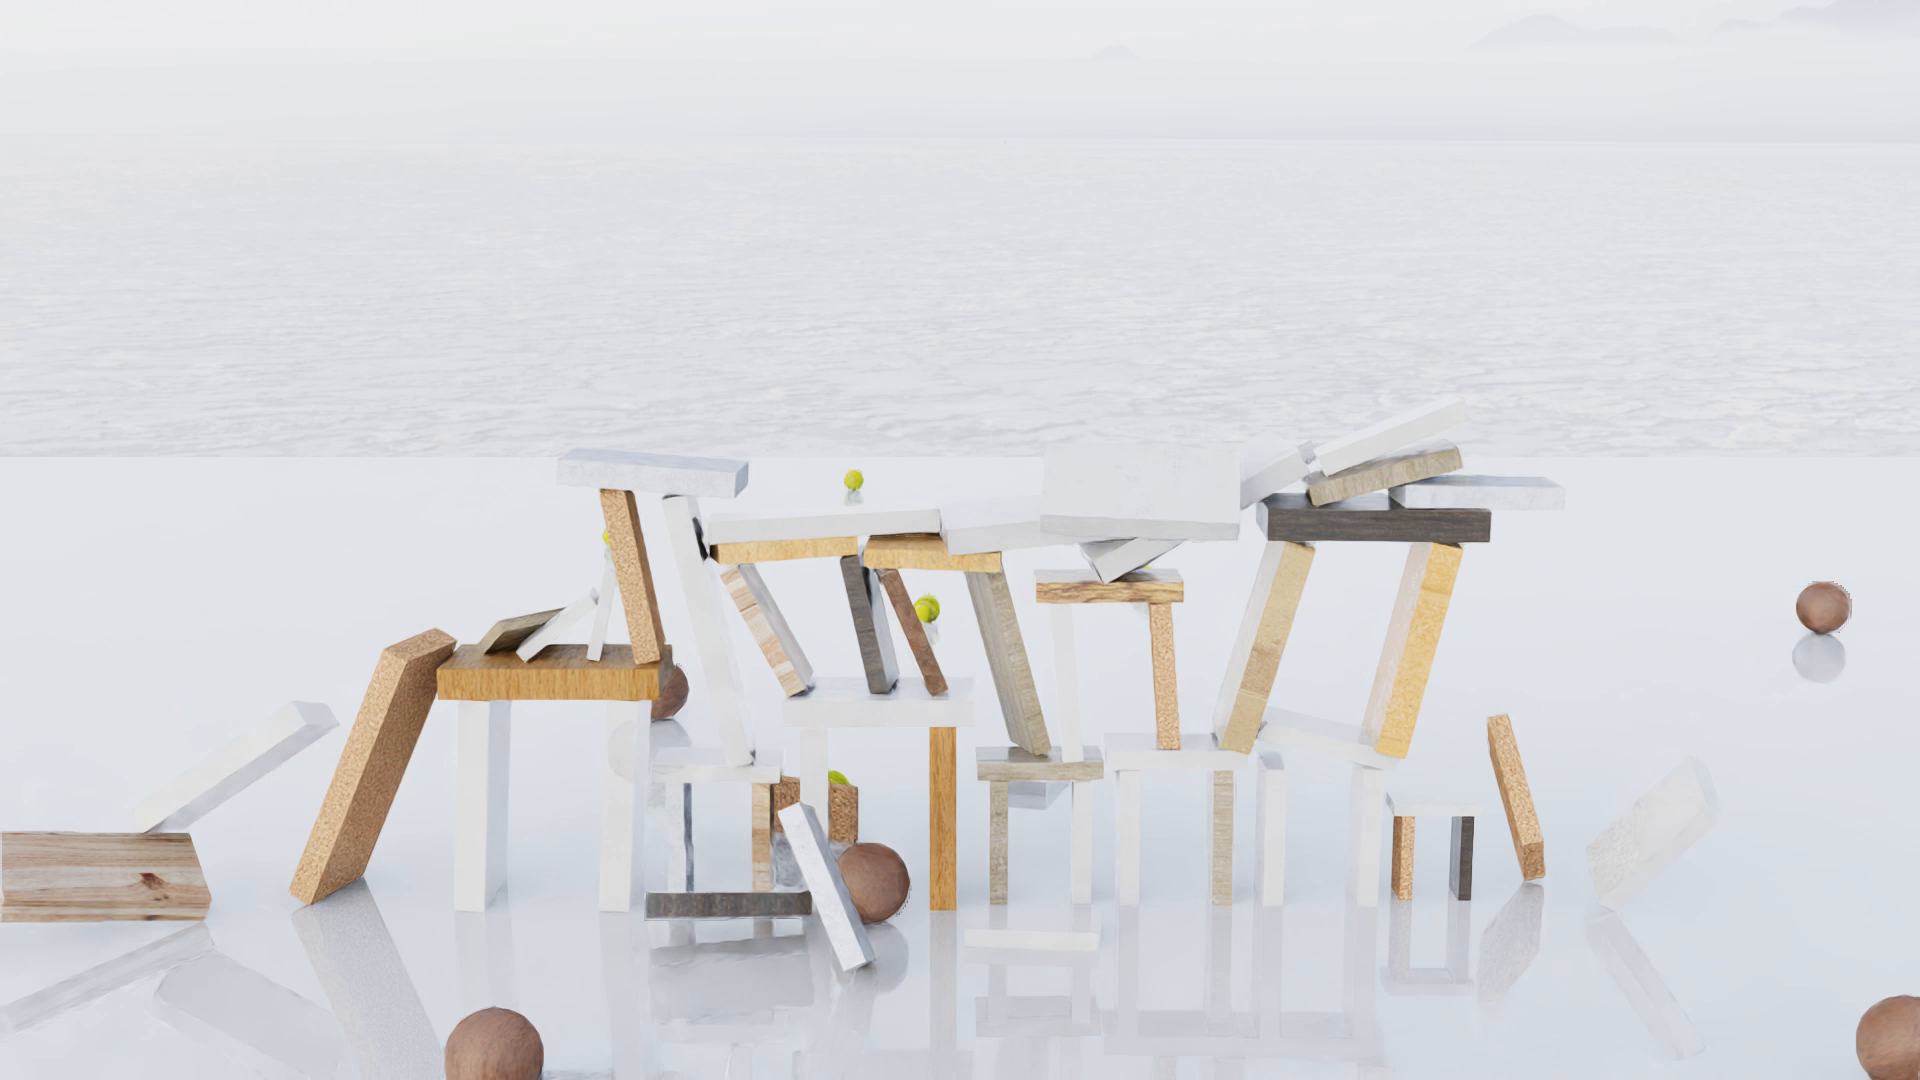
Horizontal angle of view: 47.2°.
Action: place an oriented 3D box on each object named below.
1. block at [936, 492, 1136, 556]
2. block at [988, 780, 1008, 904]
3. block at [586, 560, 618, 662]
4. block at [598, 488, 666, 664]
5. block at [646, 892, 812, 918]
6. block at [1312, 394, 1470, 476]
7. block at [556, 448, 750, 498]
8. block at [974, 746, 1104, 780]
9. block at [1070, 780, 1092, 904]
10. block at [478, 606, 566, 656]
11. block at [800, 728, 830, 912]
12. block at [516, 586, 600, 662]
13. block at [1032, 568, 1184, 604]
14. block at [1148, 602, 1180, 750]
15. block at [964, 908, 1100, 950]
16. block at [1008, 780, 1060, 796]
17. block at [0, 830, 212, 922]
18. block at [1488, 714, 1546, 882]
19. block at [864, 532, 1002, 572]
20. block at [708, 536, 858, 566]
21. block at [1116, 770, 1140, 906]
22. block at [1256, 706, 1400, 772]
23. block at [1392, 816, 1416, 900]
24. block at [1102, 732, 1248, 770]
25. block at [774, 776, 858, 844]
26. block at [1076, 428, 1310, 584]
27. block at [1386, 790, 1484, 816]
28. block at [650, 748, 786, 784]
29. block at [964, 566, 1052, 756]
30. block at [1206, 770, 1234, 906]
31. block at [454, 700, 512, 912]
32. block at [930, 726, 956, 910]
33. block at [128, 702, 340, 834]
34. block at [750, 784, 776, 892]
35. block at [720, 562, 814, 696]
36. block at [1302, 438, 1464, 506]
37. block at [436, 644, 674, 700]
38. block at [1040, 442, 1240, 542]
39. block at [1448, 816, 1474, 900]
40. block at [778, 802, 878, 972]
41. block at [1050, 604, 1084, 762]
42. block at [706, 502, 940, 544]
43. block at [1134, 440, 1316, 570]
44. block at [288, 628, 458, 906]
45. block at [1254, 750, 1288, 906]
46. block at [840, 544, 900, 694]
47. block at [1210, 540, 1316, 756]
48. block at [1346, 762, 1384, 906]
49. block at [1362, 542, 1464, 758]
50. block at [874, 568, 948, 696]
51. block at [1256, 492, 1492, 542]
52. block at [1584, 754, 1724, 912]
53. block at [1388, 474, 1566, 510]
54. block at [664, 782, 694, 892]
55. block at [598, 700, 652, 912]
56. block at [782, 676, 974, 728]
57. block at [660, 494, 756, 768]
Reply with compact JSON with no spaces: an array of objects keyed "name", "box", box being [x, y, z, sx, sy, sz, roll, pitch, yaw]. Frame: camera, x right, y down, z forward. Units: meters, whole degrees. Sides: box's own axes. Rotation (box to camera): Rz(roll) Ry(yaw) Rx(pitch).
[{"name":"block","box":[0.124,-0.033,3.554,0.310,0.044,0.155,-6,17,-6]},{"name":"block","box":[0.063,0.488,3.649,0.029,0.207,0.103,0,10,0]},{"name":"block","box":[-0.580,0.115,3.584,0.021,0.150,0.075,12,9,-6]},{"name":"block","box":[-0.533,0.046,3.583,0.040,0.285,0.143,-11,11,-2]},{"name":"block","box":[-0.363,0.572,3.443,0.253,0.036,0.126,1,-11,-9]},{"name":"block","box":[0.694,-0.170,3.554,0.242,0.034,0.121,-22,6,8]},{"name":"block","box":[-0.492,-0.108,3.532,0.285,0.040,0.143,4,10,2]},{"name":"block","box":[0.130,0.369,3.642,0.207,0.029,0.103,0,10,-2]},{"name":"block","box":[0.201,0.488,3.649,0.029,0.207,0.103,0,10,0]},{"name":"block","box":[-0.716,0.149,3.639,0.150,0.021,0.075,-12,-24,-48]},{"name":"block","box":[-0.239,0.440,3.631,0.044,0.310,0.155,0,11,-3]},{"name":"block","box":[-0.654,0.137,3.586,0.150,0.021,0.075,-38,11,3]},{"name":"block","box":[0.241,0.075,3.596,0.238,0.034,0.119,0,10,-1]},{"name":"block","box":[0.335,0.211,3.610,0.034,0.238,0.119,-4,10,3]},{"name":"block","box":[0.116,0.613,3.468,0.209,0.028,0.099,1,11,5]},{"name":"block","box":[0.146,0.457,4.311,0.099,0.028,0.199,3,11,17]},{"name":"block","box":[-1.369,0.533,3.488,0.319,0.045,0.159,7,31,-39]},{"name":"block","box":[0.950,0.438,3.756,0.036,0.127,0.254,-12,52,7]},{"name":"block","box":[-0.041,0.018,3.551,0.216,0.031,0.108,2,16,3]},{"name":"block","box":[-0.288,0.010,3.572,0.225,0.032,0.113,-4,7,-14]},{"name":"block","box":[0.277,0.477,3.646,0.033,0.229,0.115,0,11,1]},{"name":"block","box":[0.601,0.325,3.624,0.232,0.033,0.116,13,10,0]},{"name":"block","box":[0.737,0.518,3.657,0.021,0.146,0.073,0,11,0]},{"name":"block","box":[0.352,0.348,3.625,0.230,0.033,0.115,0,11,0]},{"name":"block","box":[-0.277,0.484,3.970,0.199,0.099,0.028,5,12,26]},{"name":"block","box":[0.374,-0.057,3.594,0.375,0.044,0.155,-28,19,-2]},{"name":"block","box":[0.785,0.436,3.642,0.146,0.021,0.073,0,11,0]},{"name":"block","box":[-0.397,0.371,3.624,0.209,0.030,0.104,0,11,1]},{"name":"block","box":[0.077,0.188,3.636,0.031,0.333,0.108,-20,17,-18]},{"name":"block","box":[0.430,0.477,3.646,0.033,0.230,0.115,0,11,1]},{"name":"block","box":[-0.789,0.415,3.637,0.050,0.354,0.177,3,11,-1]},{"name":"block","box":[-0.028,0.438,3.637,0.044,0.310,0.155,0,11,0]},{"name":"block","box":[-1.193,0.374,3.624,0.319,0.045,0.159,-34,-6,0]},{"name":"block","box":[-0.326,0.488,3.645,0.030,0.209,0.104,0,11,0]},{"name":"block","box":[-0.313,0.138,3.582,0.032,0.225,0.112,-27,7,8]},{"name":"block","box":[0.677,-0.110,3.541,0.242,0.034,0.121,-15,9,6]},{"name":"block","box":[-0.658,0.215,3.601,0.354,0.050,0.177,0,11,0]},{"name":"block","box":[0.286,-0.078,3.480,0.310,0.044,0.155,3,50,4]},{"name":"block","box":[0.834,0.518,3.657,0.021,0.146,0.073,0,11,0]},{"name":"block","box":[-0.198,0.520,3.300,0.036,0.253,0.126,-24,-11,1]},{"name":"block","box":[0.174,0.223,3.622,0.034,0.264,0.119,-5,10,2]},{"name":"block","box":[-0.224,-0.029,3.586,0.372,0.036,0.126,-3,7,-7]},{"name":"block","box":[0.423,-0.061,3.700,0.374,0.034,0.121,-31,10,-14]},{"name":"block","box":[-0.966,0.372,3.618,0.045,0.473,0.159,29,17,11]},{"name":"block","box":[0.514,0.477,3.643,0.033,0.232,0.116,0,11,0]},{"name":"block","box":[-0.147,0.128,3.601,0.032,0.225,0.113,-11,9,10]},{"name":"block","box":[0.493,0.159,3.595,0.050,0.351,0.175,16,10,-1]},{"name":"block","box":[0.670,0.477,3.643,0.033,0.232,0.116,1,11,0]},{"name":"block","box":[0.736,0.163,3.586,0.050,0.351,0.176,13,10,1]},{"name":"block","box":[-0.081,0.140,3.577,0.031,0.216,0.108,-24,13,-4]},{"name":"block","box":[0.664,-0.037,3.557,0.351,0.050,0.176,1,10,2]},{"name":"block","box":[1.122,0.475,3.565,0.036,0.254,0.127,28,32,-16]},{"name":"block","box":[0.831,-0.078,3.544,0.254,0.036,0.127,1,10,-1]},{"name":"block","box":[-0.465,0.488,3.646,0.030,0.209,0.104,0,11,0]},{"name":"block","box":[-0.553,0.415,3.636,0.050,0.354,0.177,4,10,-1]},{"name":"block","box":[-0.132,0.265,3.604,0.310,0.044,0.155,0,11,-1]},{"name":"block","box":[-0.407,0.136,3.580,0.040,0.451,0.143,-13,11,0]}]
